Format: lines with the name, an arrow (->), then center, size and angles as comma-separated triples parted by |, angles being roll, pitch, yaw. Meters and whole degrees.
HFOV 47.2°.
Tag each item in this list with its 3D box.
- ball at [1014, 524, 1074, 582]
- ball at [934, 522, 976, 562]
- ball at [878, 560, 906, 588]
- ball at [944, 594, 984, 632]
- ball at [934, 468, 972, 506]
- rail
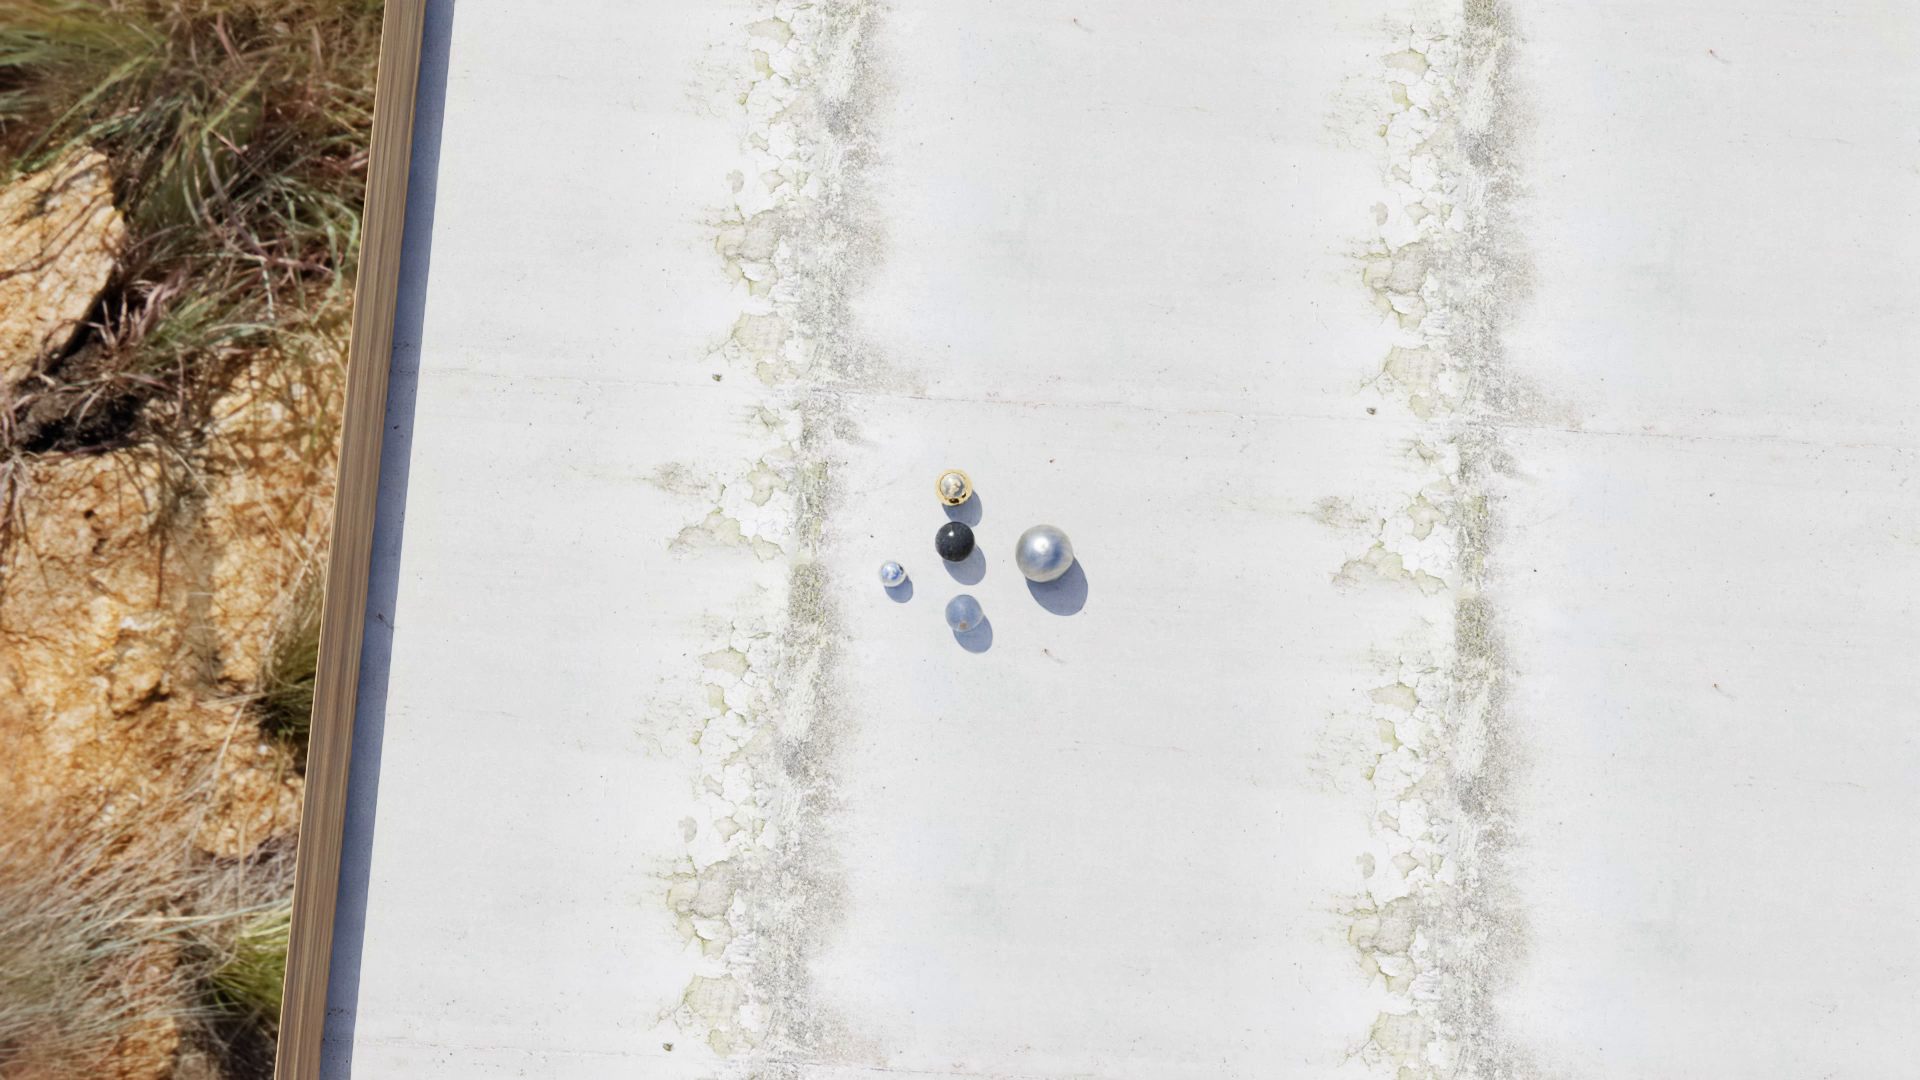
ball -> 0.125, 0.020, 3.270 | 0.088, 0.088, 0.088 | 0, 80, 0
ball -> -0.008, 0.003, 3.287 | 0.061, 0.061, 0.061 | 0, 80, 0
ball -> -0.102, 0.050, 3.288 | 0.042, 0.042, 0.042 | 0, 80, 0
ball -> 0.006, 0.109, 3.270 | 0.058, 0.058, 0.058 | 0, 80, 0
ball -> -0.010, -0.079, 3.303 | 0.057, 0.057, 0.057 | 0, 80, 0
rail -> -0.891, -0.051, 3.268 | 0.045, 0.114, 2.082 | 3, 80, 1
